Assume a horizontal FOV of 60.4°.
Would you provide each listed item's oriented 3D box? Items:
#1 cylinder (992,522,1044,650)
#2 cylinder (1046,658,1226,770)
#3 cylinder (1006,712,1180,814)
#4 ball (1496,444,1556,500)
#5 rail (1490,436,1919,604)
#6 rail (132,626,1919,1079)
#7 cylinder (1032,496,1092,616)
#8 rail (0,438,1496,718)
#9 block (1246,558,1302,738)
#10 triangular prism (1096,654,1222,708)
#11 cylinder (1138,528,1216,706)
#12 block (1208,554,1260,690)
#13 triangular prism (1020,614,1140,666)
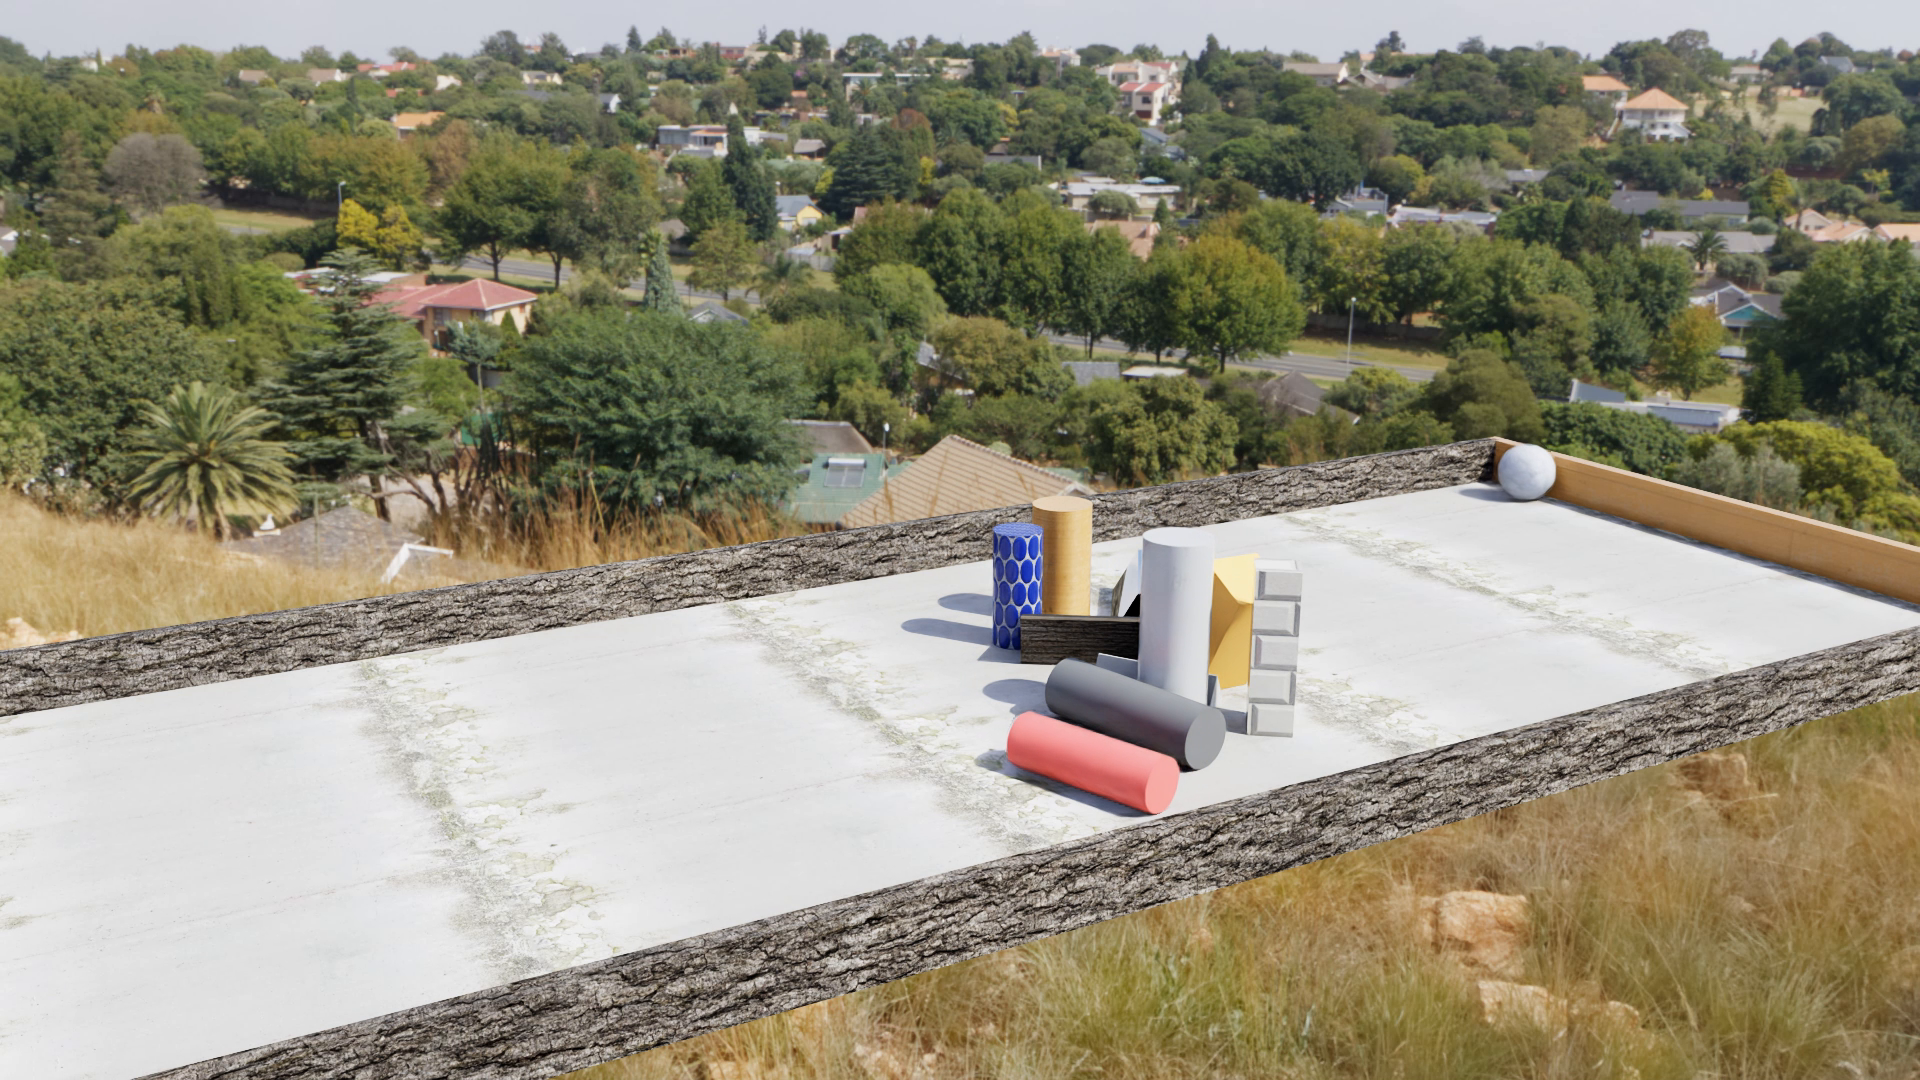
[{"bbox_3d":[0.153,0.123,4.382,0.133,0.313,0.133,0,16,0],"label":"cylinder"},{"bbox_3d":[0.395,0.392,3.772,0.140,0.140,0.427,-14,22,-40],"label":"cylinder"},{"bbox_3d":[0.280,0.473,3.528,0.369,0.123,0.123,14,21,39],"label":"cylinder"},{"bbox_3d":[2.000,-0.241,5.823,0.198,0.198,0.198,0,16,0],"label":"ball"},{"bbox_3d":[2.466,-0.048,5.253,0.050,0.150,2.100,-9,18,-27],"label":"rail"},{"bbox_3d":[-2.336,1.006,1.665,12.000,0.150,0.050,-9,18,-27],"label":"rail"},{"bbox_3d":[0.282,0.058,4.573,0.165,0.329,0.165,0,16,0],"label":"cylinder"},{"bbox_3d":[-3.305,0.497,3.399,12.000,0.150,0.050,-9,18,-27],"label":"rail"},{"bbox_3d":[0.723,0.248,3.803,0.104,0.398,0.104,2,17,8],"label":"block"},{"bbox_3d":[0.482,0.342,4.044,0.312,0.079,0.091,9,18,28],"label":"triangular prism"},{"bbox_3d":[0.500,0.209,3.839,0.166,0.451,0.166,0,16,0],"label":"cylinder"},{"bbox_3d":[0.653,0.205,4.040,0.154,0.308,0.154,-7,45,-28],"label":"block"},{"bbox_3d":[0.371,0.232,4.231,0.429,0.123,0.142,1,60,4],"label":"triangular prism"}]
